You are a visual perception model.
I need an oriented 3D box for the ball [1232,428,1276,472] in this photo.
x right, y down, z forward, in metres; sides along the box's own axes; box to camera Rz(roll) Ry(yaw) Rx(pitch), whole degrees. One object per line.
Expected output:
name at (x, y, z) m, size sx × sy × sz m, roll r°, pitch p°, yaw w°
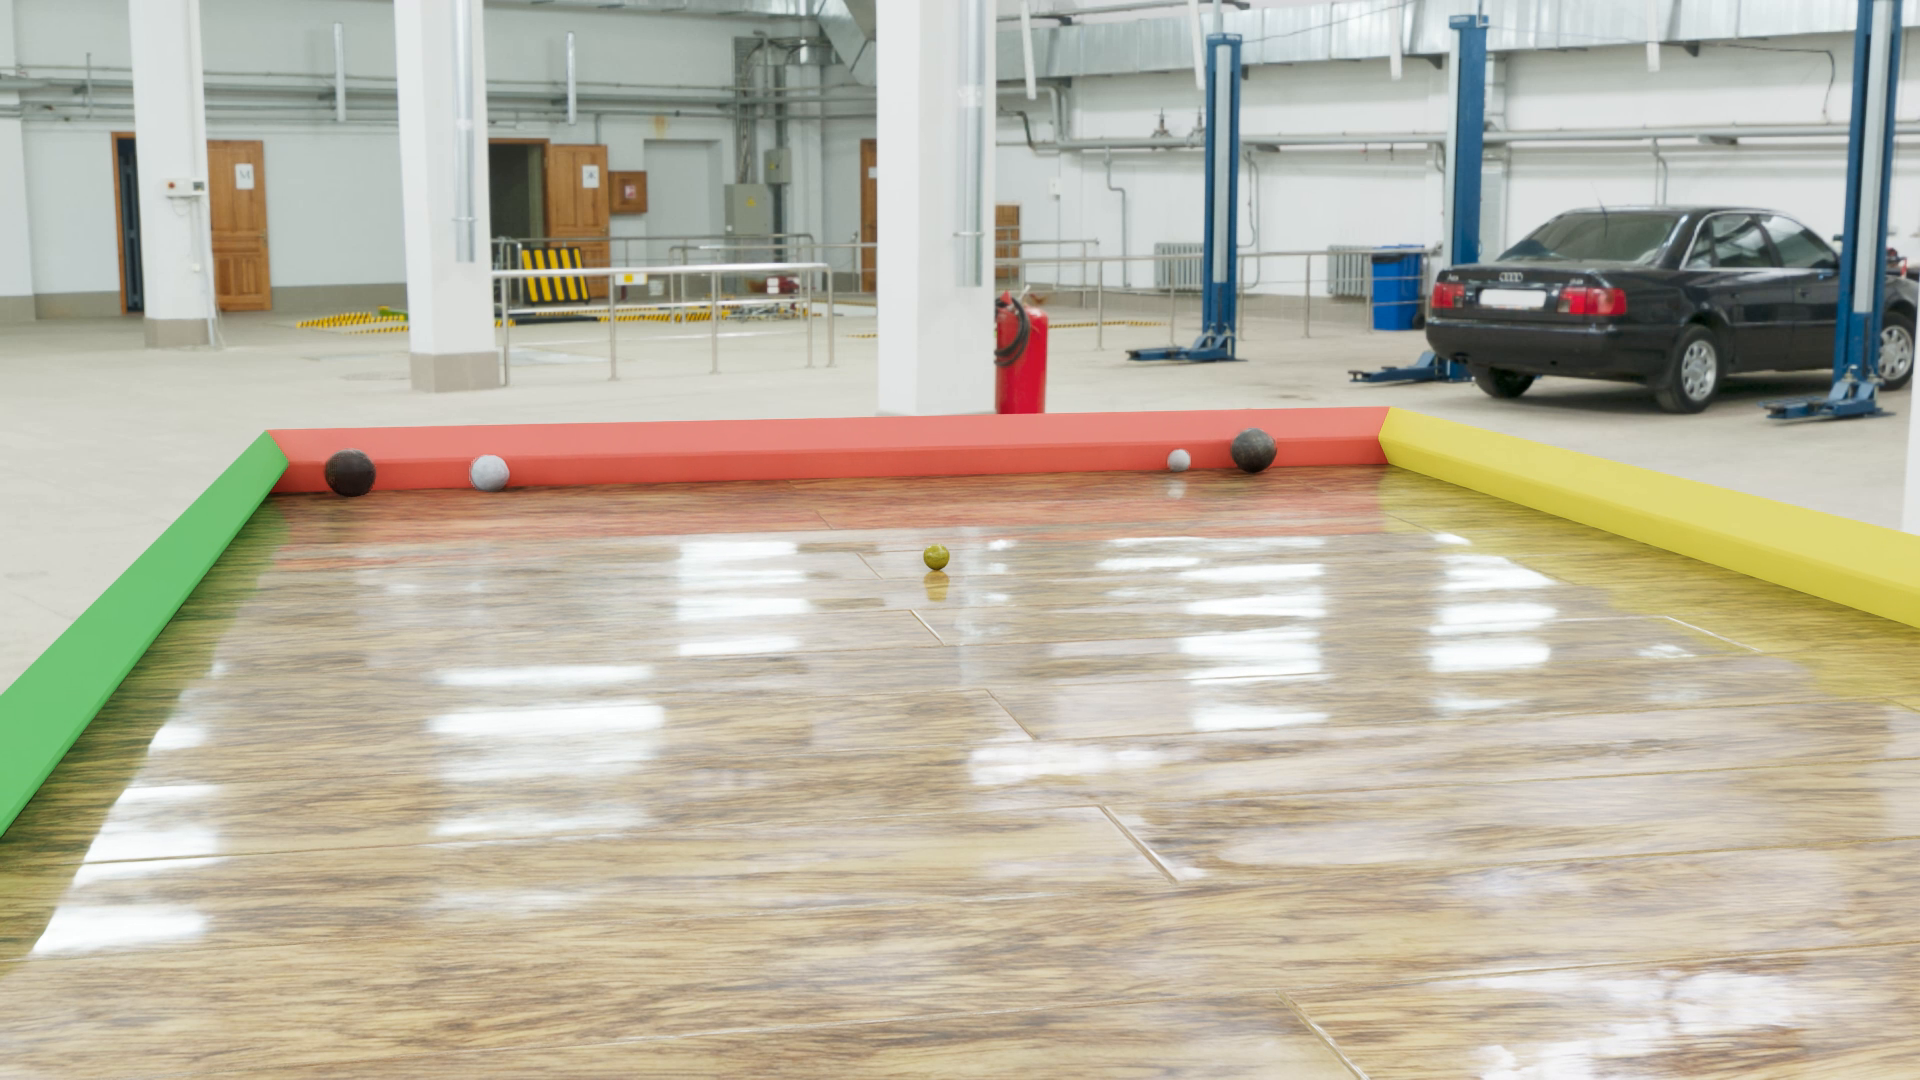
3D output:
ball at (0.605, -0.184, 4.526) m, size 0.092 × 0.092 × 0.092 m, roll 0°, pitch 9°, yaw 0°

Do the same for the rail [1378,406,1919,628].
rail at (1.309, 0.099, 2.654) m, size 0.045 × 0.120 × 4.173 m, roll -2°, pitch 9°, yaw -11°

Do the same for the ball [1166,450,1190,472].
ball at (0.451, -0.164, 4.539) m, size 0.047 × 0.047 × 0.047 m, roll 0°, pitch 9°, yaw 0°

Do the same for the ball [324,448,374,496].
ball at (-1.158, -0.128, 4.171) m, size 0.093 × 0.093 × 0.093 m, roll 0°, pitch 9°, yaw 0°

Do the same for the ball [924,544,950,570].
ball at (-0.036, 0.026, 3.371) m, size 0.041 × 0.041 × 0.041 m, roll 0°, pitch 9°, yaw 0°

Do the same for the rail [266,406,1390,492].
rail at (-0.204, -0.184, 4.428) m, size 2.295 × 0.120 × 0.045 m, roll -2°, pitch 9°, yaw -11°

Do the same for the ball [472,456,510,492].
ball at (-0.906, -0.128, 4.240) m, size 0.071 × 0.071 × 0.071 m, roll 0°, pitch 9°, yaw 0°

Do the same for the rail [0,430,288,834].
rail at (-0.892, 0.170, 2.210) m, size 0.045 × 0.120 × 4.173 m, roll -2°, pitch 9°, yaw -11°
